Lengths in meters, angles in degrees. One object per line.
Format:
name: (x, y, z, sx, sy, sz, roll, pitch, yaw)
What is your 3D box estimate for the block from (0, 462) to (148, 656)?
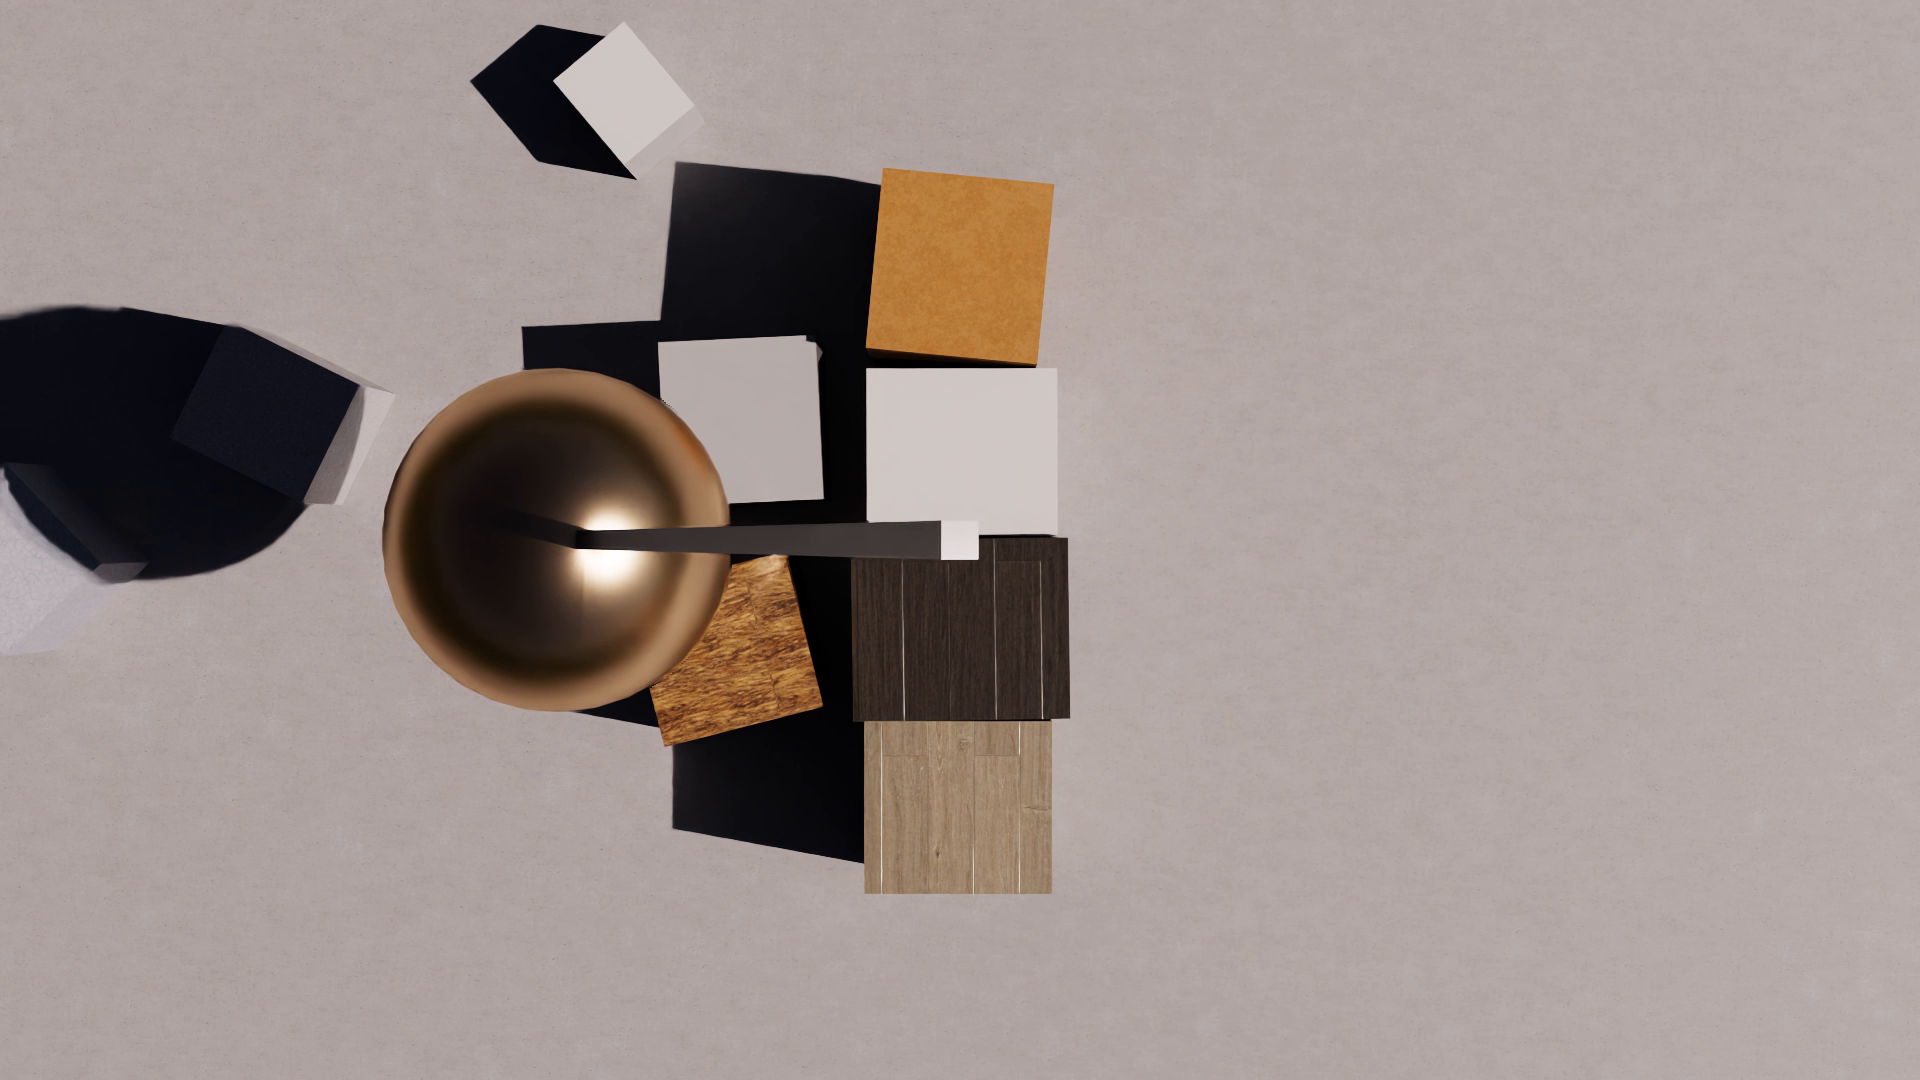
block: (-5.331, 0.106, 12.633, 0.746, 0.735, 0.786, -44, 90, 0)

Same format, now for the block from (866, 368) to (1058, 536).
block: (0.011, -0.480, 12.514, 1.043, 0.972, 0.918, 0, 90, 0)

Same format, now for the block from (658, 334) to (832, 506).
block: (-1.215, -0.661, 12.591, 0.874, 0.818, 0.909, -3, 90, 0)

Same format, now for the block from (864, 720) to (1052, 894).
block: (-0.010, 1.454, 12.474, 1.020, 1.051, 0.937, 0, 90, 0)

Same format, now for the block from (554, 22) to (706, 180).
block: (-1.906, -2.535, 12.737, 0.525, 0.527, 0.623, -40, 90, 0)

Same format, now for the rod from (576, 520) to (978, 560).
rod: (-0.806, 0.000, 6.981, 0.080, 5.200, 0.080, 0, 90, -18)

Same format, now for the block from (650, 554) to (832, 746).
block: (-1.296, 0.601, 12.543, 0.902, 0.914, 0.879, -14, 90, 0)

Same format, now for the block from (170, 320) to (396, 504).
block: (-3.859, -0.714, 12.600, 0.819, 0.799, 0.729, 26, 90, 0)

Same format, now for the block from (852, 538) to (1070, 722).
block: (0.003, 0.485, 12.464, 1.179, 1.072, 0.984, -1, 90, 0)

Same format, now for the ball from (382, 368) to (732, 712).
ball: (-1.861, 0.000, 10.214, 1.600, 1.600, 1.600, 0, 90, 0)

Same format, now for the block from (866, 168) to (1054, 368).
block: (0.000, -1.480, 12.436, 0.930, 1.128, 0.977, 5, 90, 0)
